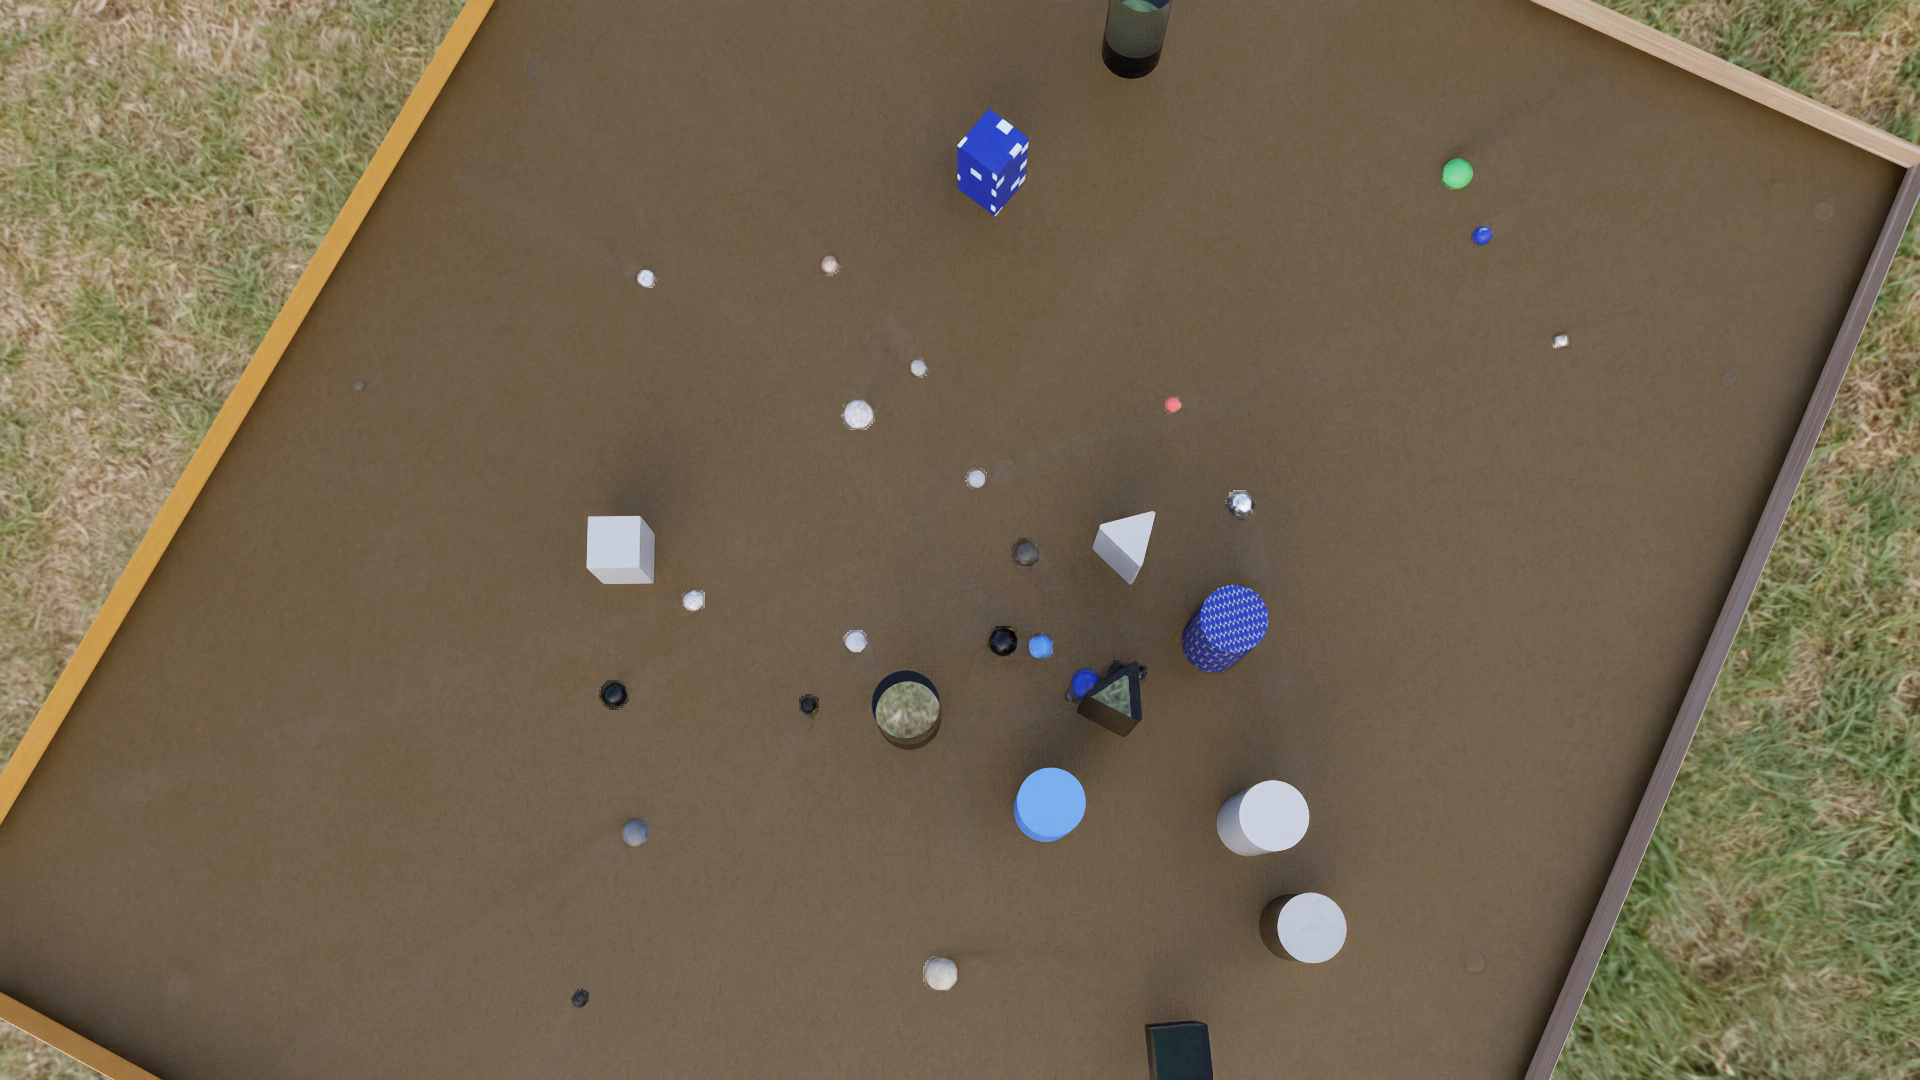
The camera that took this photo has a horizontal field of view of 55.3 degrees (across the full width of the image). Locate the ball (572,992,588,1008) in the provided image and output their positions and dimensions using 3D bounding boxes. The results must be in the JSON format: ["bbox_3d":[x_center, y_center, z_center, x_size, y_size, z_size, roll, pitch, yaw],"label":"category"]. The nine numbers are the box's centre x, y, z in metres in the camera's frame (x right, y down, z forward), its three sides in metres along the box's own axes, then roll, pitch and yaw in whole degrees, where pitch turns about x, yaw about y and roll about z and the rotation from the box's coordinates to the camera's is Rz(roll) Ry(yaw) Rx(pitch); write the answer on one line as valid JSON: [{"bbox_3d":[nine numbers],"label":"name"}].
[{"bbox_3d":[-1.103,1.333,5.317,0.047,0.047,0.047,0,78,0],"label":"ball"}]

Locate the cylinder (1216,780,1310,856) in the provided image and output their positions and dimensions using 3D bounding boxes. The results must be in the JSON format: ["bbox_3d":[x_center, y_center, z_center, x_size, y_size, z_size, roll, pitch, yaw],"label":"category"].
[{"bbox_3d":[0.858,0.798,5.222,0.191,0.450,0.191,0,78,0],"label":"cylinder"}]

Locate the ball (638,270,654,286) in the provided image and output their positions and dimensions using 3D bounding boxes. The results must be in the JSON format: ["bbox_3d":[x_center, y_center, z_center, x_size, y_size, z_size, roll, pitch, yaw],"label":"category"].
[{"bbox_3d":[-0.988,-0.823,5.760,0.052,0.052,0.052,0,78,0],"label":"ball"}]

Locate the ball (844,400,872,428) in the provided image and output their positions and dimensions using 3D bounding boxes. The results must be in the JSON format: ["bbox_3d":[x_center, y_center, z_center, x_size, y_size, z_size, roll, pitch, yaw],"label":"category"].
[{"bbox_3d":[-0.314,-0.388,5.651,0.090,0.090,0.090,0,78,0],"label":"ball"}]

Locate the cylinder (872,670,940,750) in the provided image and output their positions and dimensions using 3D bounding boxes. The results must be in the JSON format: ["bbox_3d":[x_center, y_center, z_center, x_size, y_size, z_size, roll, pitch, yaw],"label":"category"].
[{"bbox_3d":[-0.152,0.498,5.329,0.191,0.361,0.191,0,78,0],"label":"cylinder"}]

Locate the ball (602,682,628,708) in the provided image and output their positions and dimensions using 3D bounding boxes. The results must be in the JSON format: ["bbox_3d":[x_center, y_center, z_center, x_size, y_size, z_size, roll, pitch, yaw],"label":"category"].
[{"bbox_3d":[-1.034,0.463,5.482,0.075,0.075,0.075,0,78,0],"label":"ball"}]

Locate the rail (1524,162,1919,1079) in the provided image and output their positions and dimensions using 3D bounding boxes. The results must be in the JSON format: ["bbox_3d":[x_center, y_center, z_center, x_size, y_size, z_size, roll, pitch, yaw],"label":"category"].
[{"bbox_3d":[1.936,0.955,5.354,0.045,0.124,4.934,26,80,5],"label":"rail"}]

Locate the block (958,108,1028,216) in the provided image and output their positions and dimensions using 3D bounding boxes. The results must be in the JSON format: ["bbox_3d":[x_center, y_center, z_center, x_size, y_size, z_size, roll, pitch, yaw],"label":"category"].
[{"bbox_3d":[0.100,-1.168,5.690,0.153,0.330,0.153,38,81,7],"label":"block"}]

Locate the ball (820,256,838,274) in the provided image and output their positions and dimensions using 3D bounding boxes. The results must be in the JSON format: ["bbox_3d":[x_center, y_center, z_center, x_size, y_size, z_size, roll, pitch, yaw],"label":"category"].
[{"bbox_3d":[-0.411,-0.867,5.768,0.055,0.055,0.055,0,78,0],"label":"ball"}]

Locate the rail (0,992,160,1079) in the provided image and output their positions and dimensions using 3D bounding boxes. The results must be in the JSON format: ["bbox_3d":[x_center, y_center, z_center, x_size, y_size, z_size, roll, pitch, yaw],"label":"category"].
[{"bbox_3d":[-1.093,2.147,5.108,4.377,0.124,0.045,26,80,5],"label":"rail"}]

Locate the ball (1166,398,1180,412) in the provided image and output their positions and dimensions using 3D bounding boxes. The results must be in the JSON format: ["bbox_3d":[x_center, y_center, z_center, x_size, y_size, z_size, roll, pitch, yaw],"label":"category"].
[{"bbox_3d":[0.662,-0.419,5.680,0.045,0.045,0.045,0,78,0],"label":"ball"}]

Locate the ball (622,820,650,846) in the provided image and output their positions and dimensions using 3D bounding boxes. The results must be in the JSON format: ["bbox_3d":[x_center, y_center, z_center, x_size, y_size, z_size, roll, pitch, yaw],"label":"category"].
[{"bbox_3d":[-0.954,0.863,5.397,0.080,0.080,0.080,0,78,0],"label":"ball"}]

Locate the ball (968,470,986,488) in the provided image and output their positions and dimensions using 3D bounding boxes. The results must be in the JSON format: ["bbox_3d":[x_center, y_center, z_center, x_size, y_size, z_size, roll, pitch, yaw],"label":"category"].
[{"bbox_3d":[0.052,-0.188,5.627,0.056,0.056,0.056,0,78,0],"label":"ball"}]

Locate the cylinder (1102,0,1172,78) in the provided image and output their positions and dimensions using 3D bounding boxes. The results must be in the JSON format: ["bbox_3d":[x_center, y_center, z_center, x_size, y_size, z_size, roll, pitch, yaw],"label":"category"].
[{"bbox_3d":[0.555,-1.630,5.726,0.191,0.446,0.191,0,78,0],"label":"cylinder"}]

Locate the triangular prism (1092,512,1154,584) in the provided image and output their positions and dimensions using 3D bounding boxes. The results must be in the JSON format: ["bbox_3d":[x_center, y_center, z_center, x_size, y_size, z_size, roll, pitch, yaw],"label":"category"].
[{"bbox_3d":[0.515,-0.002,5.462,0.144,0.303,0.166,-44,82,-8],"label":"triangular prism"}]

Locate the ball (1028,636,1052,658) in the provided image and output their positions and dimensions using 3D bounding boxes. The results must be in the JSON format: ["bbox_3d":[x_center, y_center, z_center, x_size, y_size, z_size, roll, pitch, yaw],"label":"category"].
[{"bbox_3d":[0.240,0.321,5.514,0.071,0.071,0.071,0,78,0],"label":"ball"}]

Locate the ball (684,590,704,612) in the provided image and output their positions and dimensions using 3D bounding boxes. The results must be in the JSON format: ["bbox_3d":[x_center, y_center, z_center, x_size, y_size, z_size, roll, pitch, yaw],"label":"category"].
[{"bbox_3d":[-0.806,0.185,5.546,0.063,0.063,0.063,0,78,0],"label":"ball"}]

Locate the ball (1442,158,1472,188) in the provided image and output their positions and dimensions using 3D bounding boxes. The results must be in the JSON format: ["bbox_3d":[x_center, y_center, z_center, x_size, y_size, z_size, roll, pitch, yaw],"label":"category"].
[{"bbox_3d":[1.577,-1.161,5.809,0.094,0.094,0.094,0,78,0],"label":"ball"}]

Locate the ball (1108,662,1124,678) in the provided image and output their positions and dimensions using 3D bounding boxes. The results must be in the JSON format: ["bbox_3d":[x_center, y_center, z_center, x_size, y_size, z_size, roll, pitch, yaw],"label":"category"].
[{"bbox_3d":[0.472,0.395,5.507,0.054,0.054,0.054,0,78,0],"label":"ball"}]

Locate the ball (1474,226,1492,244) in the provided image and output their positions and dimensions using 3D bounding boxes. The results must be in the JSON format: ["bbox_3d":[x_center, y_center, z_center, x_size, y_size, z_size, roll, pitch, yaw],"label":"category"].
[{"bbox_3d":[1.652,-0.963,5.786,0.058,0.058,0.058,0,78,0],"label":"ball"}]

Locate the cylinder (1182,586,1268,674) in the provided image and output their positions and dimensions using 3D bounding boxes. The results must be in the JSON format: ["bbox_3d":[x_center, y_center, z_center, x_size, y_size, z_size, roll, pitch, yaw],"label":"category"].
[{"bbox_3d":[0.768,0.264,5.339,0.191,0.437,0.191,0,78,0],"label":"cylinder"}]

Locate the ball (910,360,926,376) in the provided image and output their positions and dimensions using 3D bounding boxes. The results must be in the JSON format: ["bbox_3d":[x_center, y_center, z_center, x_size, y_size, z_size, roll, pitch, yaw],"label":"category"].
[{"bbox_3d":[-0.130,-0.535,5.702,0.050,0.050,0.050,0,78,0],"label":"ball"}]

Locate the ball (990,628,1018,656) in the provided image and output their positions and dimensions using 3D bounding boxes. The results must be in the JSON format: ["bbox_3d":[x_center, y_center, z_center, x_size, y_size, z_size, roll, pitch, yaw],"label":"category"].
[{"bbox_3d":[0.130,0.306,5.509,0.086,0.086,0.086,0,78,0],"label":"ball"}]

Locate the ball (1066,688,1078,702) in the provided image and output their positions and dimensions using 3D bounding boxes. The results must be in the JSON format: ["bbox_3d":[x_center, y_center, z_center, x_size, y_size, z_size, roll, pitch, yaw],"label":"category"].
[{"bbox_3d":[0.336,0.466,5.499,0.041,0.041,0.041,0,78,0],"label":"ball"}]

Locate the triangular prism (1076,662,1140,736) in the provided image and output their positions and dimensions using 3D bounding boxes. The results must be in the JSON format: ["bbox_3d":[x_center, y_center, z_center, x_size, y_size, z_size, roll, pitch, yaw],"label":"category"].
[{"bbox_3d":[0.457,0.445,5.293,0.166,0.453,0.144,27,80,5],"label":"triangular prism"}]

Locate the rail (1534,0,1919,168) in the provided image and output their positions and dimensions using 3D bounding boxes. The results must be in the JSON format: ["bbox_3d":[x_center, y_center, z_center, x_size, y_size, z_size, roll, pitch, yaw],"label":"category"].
[{"bbox_3d":[1.093,-2.134,5.993,4.377,0.124,0.045,26,80,5],"label":"rail"}]

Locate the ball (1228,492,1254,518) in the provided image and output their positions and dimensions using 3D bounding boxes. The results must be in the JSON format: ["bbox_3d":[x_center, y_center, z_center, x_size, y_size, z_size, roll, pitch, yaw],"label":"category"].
[{"bbox_3d":[0.859,-0.108,5.598,0.081,0.081,0.081,0,78,0],"label":"ball"}]

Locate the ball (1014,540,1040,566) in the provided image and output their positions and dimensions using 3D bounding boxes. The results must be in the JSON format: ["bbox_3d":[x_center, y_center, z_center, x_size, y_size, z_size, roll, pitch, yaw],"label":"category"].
[{"bbox_3d":[0.202,0.041,5.567,0.081,0.081,0.081,0,78,0],"label":"ball"}]

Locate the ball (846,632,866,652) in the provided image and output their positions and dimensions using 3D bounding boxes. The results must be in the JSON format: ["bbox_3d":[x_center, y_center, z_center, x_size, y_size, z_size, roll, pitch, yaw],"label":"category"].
[{"bbox_3d":[-0.314,0.308,5.521,0.063,0.063,0.063,0,78,0],"label":"ball"}]

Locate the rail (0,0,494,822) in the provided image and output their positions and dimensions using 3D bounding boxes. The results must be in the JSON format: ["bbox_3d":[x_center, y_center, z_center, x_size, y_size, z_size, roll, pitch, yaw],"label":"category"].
[{"bbox_3d":[-1.936,-0.941,5.747,0.045,0.124,4.934,26,80,5],"label":"rail"}]

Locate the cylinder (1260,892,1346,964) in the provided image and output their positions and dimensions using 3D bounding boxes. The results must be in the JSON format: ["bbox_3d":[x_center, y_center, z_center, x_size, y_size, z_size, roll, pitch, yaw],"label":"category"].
[{"bbox_3d":[0.974,1.105,5.226,0.191,0.318,0.191,0,78,0],"label":"cylinder"}]

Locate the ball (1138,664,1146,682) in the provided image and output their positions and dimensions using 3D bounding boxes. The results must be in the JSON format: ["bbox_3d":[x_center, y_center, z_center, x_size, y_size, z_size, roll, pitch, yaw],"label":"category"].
[{"bbox_3d":[0.528,0.399,5.505,0.057,0.057,0.057,0,78,0],"label":"ball"}]

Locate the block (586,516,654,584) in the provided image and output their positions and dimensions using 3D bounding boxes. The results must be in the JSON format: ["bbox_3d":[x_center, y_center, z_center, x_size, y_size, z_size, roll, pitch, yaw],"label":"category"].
[{"bbox_3d":[-1.011,0.032,5.477,0.153,0.260,0.153,-1,78,0],"label":"block"}]

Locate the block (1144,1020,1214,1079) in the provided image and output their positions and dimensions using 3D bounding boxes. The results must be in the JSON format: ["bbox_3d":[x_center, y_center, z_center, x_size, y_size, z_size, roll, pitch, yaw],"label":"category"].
[{"bbox_3d":[0.619,1.452,5.193,0.153,0.240,0.153,-5,78,-1],"label":"block"}]

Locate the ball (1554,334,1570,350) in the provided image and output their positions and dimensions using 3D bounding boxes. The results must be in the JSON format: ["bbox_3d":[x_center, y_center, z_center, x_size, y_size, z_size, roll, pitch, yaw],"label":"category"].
[{"bbox_3d":[1.878,-0.620,5.720,0.048,0.048,0.048,0,78,0],"label":"ball"}]

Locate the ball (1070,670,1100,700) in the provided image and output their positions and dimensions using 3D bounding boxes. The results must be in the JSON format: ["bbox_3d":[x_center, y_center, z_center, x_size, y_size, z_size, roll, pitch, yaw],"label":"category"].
[{"bbox_3d":[0.374,0.432,5.455,0.087,0.087,0.087,0,78,0],"label":"ball"}]

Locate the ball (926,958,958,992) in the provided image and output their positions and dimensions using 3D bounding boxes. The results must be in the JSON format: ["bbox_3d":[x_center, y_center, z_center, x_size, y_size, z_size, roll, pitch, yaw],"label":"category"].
[{"bbox_3d":[-0.053,1.257,5.308,0.096,0.096,0.096,0,78,0],"label":"ball"}]

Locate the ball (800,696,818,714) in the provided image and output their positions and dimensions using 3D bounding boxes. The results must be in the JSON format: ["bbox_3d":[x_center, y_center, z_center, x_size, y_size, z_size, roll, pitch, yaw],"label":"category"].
[{"bbox_3d":[-0.451,0.496,5.488,0.051,0.051,0.051,0,78,0],"label":"ball"}]

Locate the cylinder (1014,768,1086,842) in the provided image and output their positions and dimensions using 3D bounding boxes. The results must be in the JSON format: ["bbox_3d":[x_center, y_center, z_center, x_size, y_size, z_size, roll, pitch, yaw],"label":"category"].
[{"bbox_3d":[0.255,0.766,5.276,0.191,0.357,0.191,0,78,0],"label":"cylinder"}]
